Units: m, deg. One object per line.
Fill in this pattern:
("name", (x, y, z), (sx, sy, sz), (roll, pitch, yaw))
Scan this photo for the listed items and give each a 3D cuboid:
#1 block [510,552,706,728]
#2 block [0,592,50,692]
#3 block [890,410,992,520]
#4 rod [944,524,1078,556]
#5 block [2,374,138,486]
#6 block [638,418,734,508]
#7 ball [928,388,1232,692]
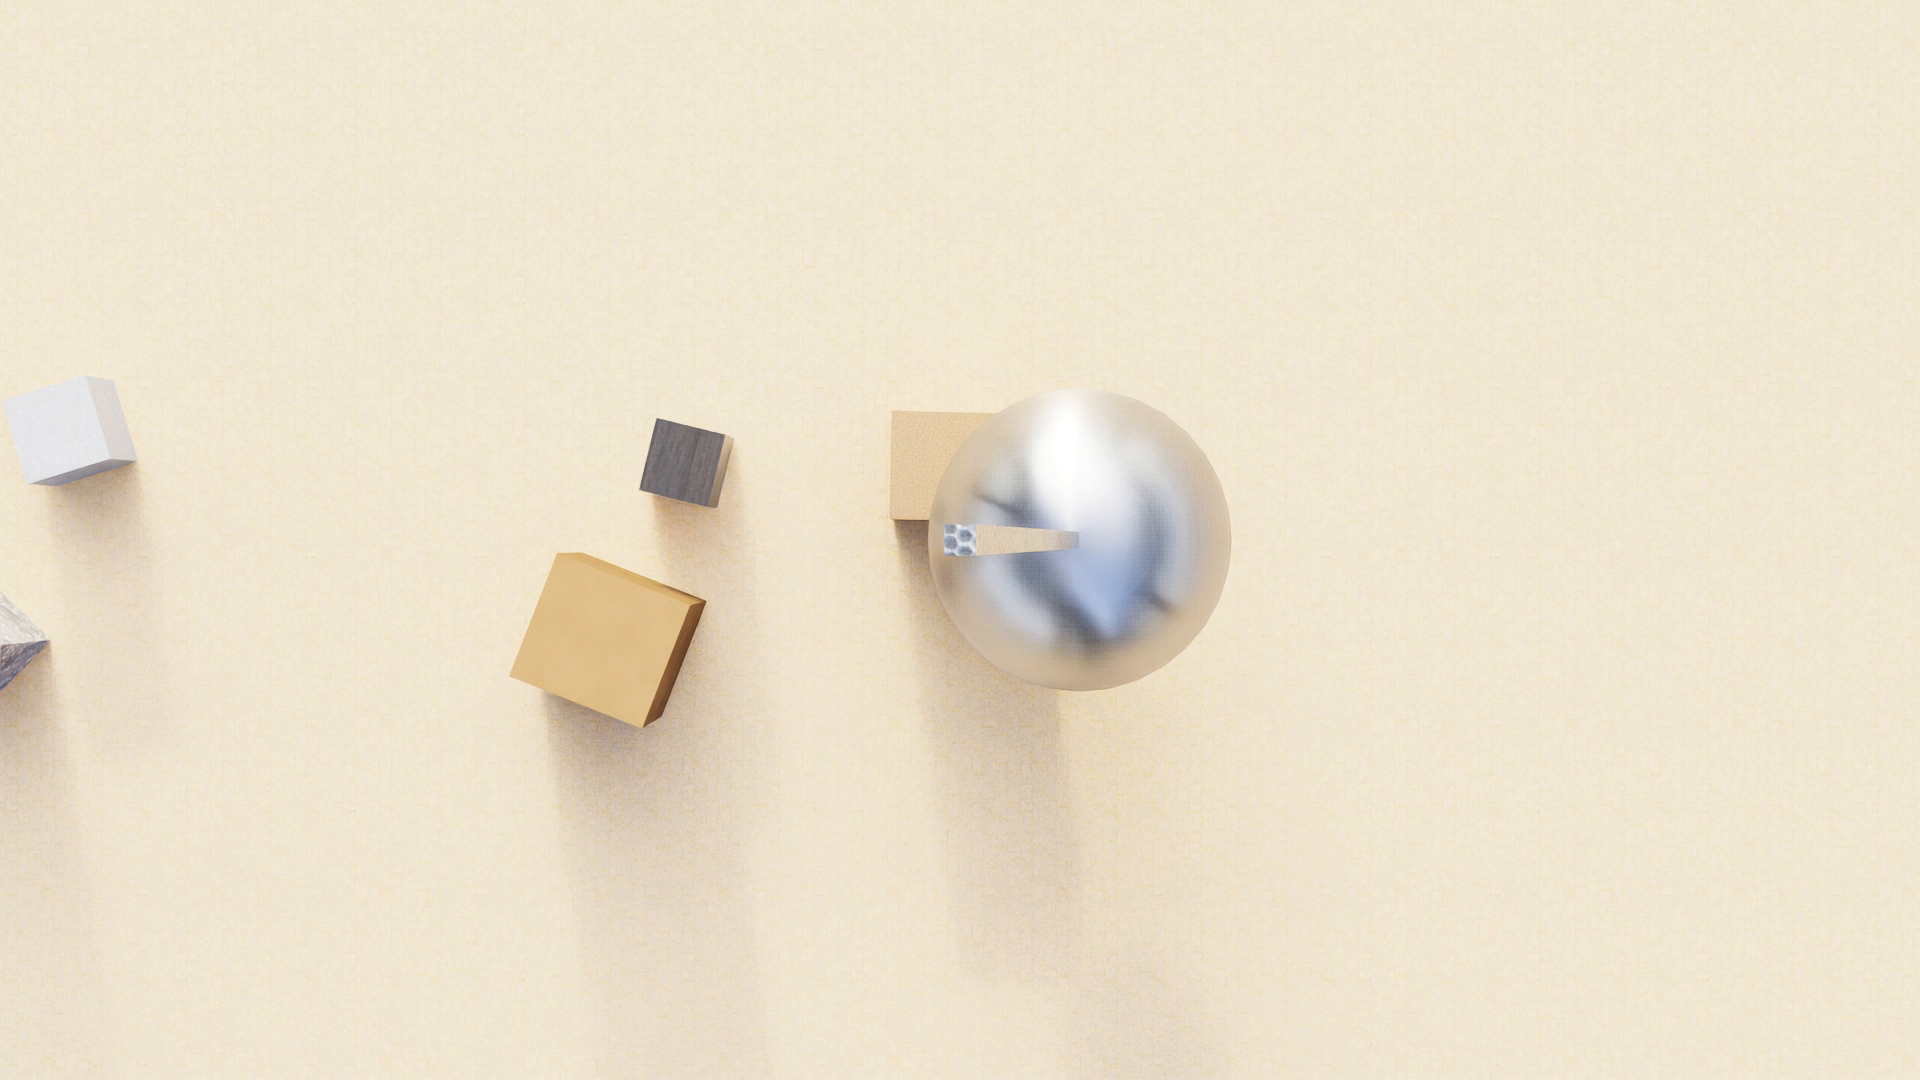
("block", (-1.999, 0.558, 12.596), (0.792, 0.808, 0.735), (21, 90, 0))
("block", (-5.853, 0.595, 12.665), (0.682, 0.670, 0.672), (44, 90, 0))
("block", (-0.032, -0.412, 12.657), (0.713, 0.686, 0.606), (1, 90, 0))
("rod", (0.272, 0.000, 8.202), (0.080, 5.200, 0.080), (0, 90, 6))
("block", (-5.170, -0.631, 12.788), (0.500, 0.424, 0.501), (-17, 90, 0))
("block", (-1.582, -0.442, 12.760), (0.405, 0.480, 0.426), (14, 90, 0))
("ball", (0.627, 0.000, 11.583), (1.600, 1.600, 1.600), (0, 90, 0))
